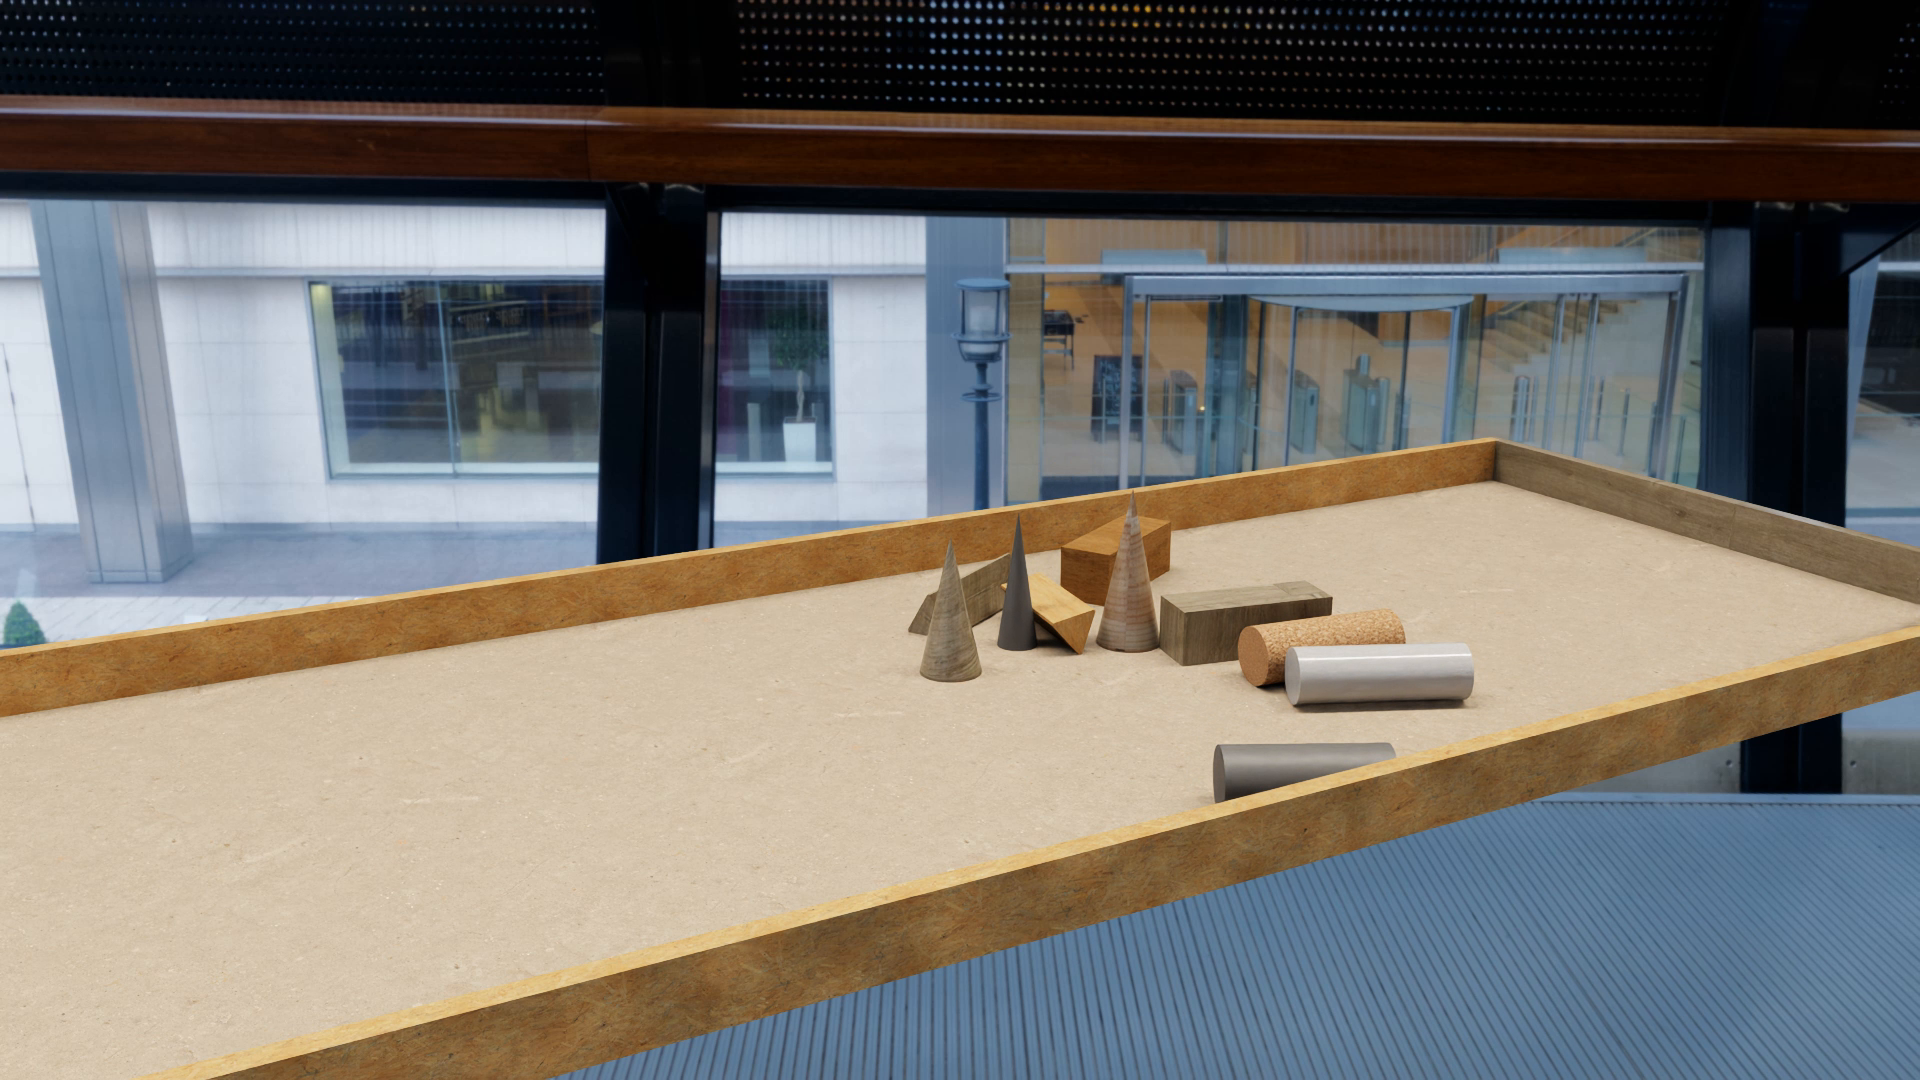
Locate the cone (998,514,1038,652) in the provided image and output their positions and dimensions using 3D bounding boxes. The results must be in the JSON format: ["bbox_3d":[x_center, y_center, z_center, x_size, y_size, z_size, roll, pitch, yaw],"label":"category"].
[{"bbox_3d":[0.153,0.102,4.354,0.108,0.367,0.108,0,16,0],"label":"cone"}]

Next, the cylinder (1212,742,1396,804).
[{"bbox_3d":[0.714,0.494,3.421,0.356,0.143,0.143,0,16,-1],"label":"cylinder"}]

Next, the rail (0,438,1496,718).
[{"bbox_3d":[-3.305,0.497,3.399,12.000,0.150,0.050,-9,18,-27],"label":"rail"}]

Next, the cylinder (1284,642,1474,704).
[{"bbox_3d":[1.015,0.324,4.004,0.424,0.141,0.141,-1,16,-4],"label":"cylinder"}]

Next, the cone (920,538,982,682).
[{"bbox_3d":[-0.023,0.163,4.162,0.160,0.360,0.160,0,16,0],"label":"cone"}]

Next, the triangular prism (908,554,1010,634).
[{"bbox_3d":[0.029,0.147,4.637,0.134,0.116,0.448,9,19,29],"label":"triangular prism"}]

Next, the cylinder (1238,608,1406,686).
[{"bbox_3d":[0.915,0.269,4.172,0.396,0.150,0.150,-6,17,-19],"label":"cylinder"}]

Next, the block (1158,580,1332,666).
[{"bbox_3d":[0.753,0.218,4.353,0.426,0.147,0.147,-5,17,-17],"label":"block"}]

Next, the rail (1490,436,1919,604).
[{"bbox_3d":[2.466,-0.048,5.253,0.050,0.150,2.100,-9,18,-27],"label":"rail"}]

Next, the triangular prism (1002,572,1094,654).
[{"bbox_3d":[0.253,0.176,4.463,0.108,0.125,0.348,-46,26,-4],"label":"triangular prism"}]

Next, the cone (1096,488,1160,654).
[{"bbox_3d":[0.452,0.069,4.364,0.174,0.427,0.174,0,16,0],"label":"cone"}]

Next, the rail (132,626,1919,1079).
[{"bbox_3d":[-2.336,1.006,1.665,12.000,0.150,0.050,-9,18,-27],"label":"rail"}]

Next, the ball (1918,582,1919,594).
[{"bbox_3d":[2.733,0.132,4.445,0.260,0.260,0.260,0,16,0],"label":"ball"}]

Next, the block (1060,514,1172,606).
[{"bbox_3d":[0.465,0.056,4.888,0.156,0.156,0.414,10,19,30],"label":"block"}]
